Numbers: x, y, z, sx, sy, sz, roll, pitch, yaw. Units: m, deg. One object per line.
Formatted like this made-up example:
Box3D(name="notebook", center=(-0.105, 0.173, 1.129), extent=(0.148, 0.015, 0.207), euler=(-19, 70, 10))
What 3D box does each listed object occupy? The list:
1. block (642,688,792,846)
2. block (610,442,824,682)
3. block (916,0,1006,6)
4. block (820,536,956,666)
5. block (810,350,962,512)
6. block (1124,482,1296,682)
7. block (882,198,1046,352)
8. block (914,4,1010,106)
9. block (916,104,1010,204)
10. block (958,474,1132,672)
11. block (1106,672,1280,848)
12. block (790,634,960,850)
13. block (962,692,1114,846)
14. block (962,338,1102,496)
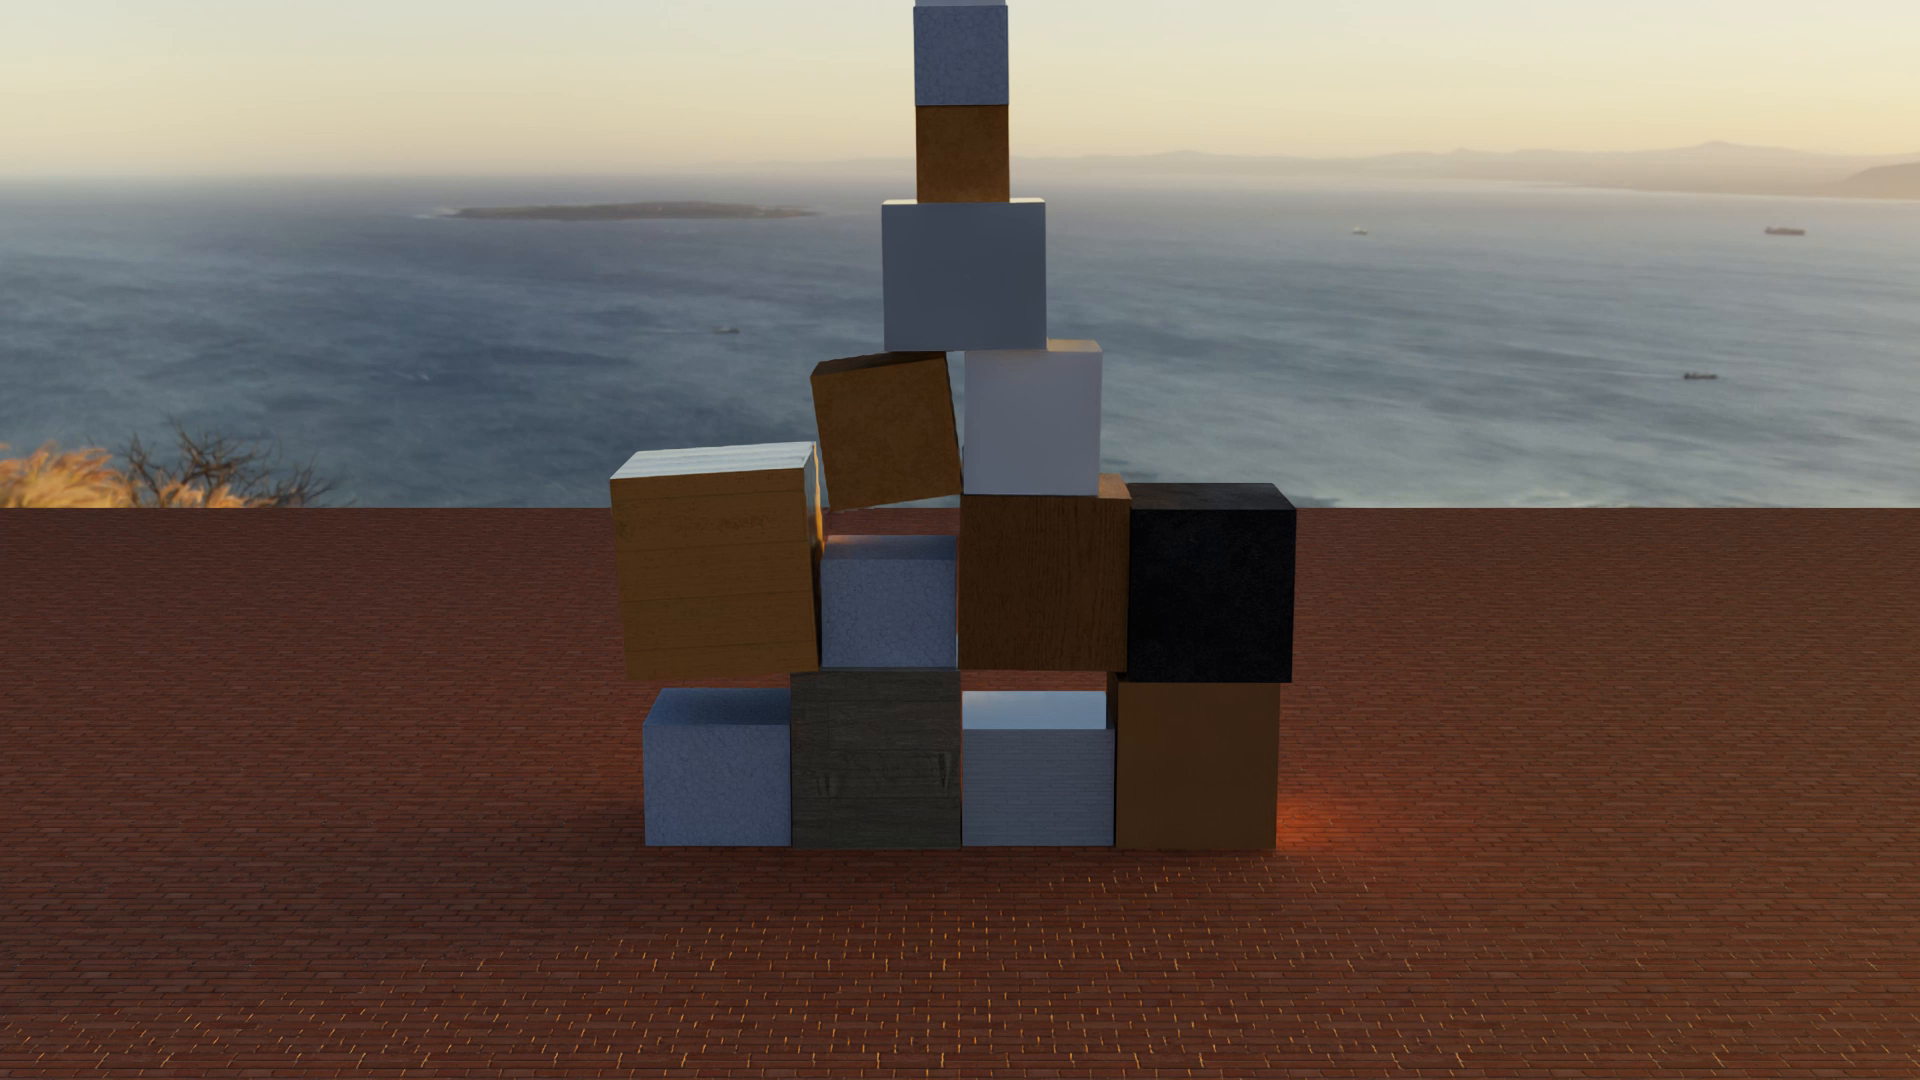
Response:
Box3D(name="block", center=(-1.217, 1.165, 11.398), extent=(0.736, 0.629, 0.755), euler=(0, 10, 0))
Box3D(name="block", center=(-1.198, 0.090, 11.209), extent=(0.944, 1.016, 0.941), euler=(-3, 10, 1))
Box3D(name="block", center=(0.000, -2.828, 10.677), extent=(0.432, 0.487, 0.492), euler=(-1, 10, 0))
Box3D(name="block", center=(-0.354, 0.303, 11.243), extent=(0.664, 0.544, 0.686), euler=(0, 10, 0))
Box3D(name="block", center=(-0.357, -0.574, 11.090), extent=(0.657, 0.675, 0.707), euler=(-8, 10, 1))
Box3D(name="block", center=(1.241, 0.202, 11.226), extent=(0.804, 0.869, 0.850), euler=(0, 10, 0))
Box3D(name="block", center=(0.022, -1.329, 10.933), extent=(0.784, 0.704, 0.751), euler=(-1, 10, 0))
Box3D(name="block", center=(0.006, -2.356, 10.738), extent=(0.453, 0.463, 0.504), euler=(-1, 10, 0))
Box3D(name="block", center=(0.013, -1.902, 10.823), extent=(0.449, 0.462, 0.460), euler=(-1, 10, 0))
Box3D(name="block", center=(0.414, 0.147, 11.227), extent=(0.839, 0.871, 0.816), euler=(1, 10, 0))
Box3D(name="block", center=(1.185, 1.051, 11.381), extent=(0.803, 0.858, 0.853), euler=(0, 10, 0))
Box3D(name="block", center=(-0.418, 1.026, 11.357), extent=(0.841, 0.919, 0.833), euler=(0, 10, 0))
Box3D(name="block", center=(0.393, 1.174, 11.412), extent=(0.760, 0.606, 0.774), euler=(0, 10, 0))
Box3D(name="block", center=(0.354, -0.629, 11.063), extent=(0.666, 0.710, 0.655), euler=(1, 10, 0))
